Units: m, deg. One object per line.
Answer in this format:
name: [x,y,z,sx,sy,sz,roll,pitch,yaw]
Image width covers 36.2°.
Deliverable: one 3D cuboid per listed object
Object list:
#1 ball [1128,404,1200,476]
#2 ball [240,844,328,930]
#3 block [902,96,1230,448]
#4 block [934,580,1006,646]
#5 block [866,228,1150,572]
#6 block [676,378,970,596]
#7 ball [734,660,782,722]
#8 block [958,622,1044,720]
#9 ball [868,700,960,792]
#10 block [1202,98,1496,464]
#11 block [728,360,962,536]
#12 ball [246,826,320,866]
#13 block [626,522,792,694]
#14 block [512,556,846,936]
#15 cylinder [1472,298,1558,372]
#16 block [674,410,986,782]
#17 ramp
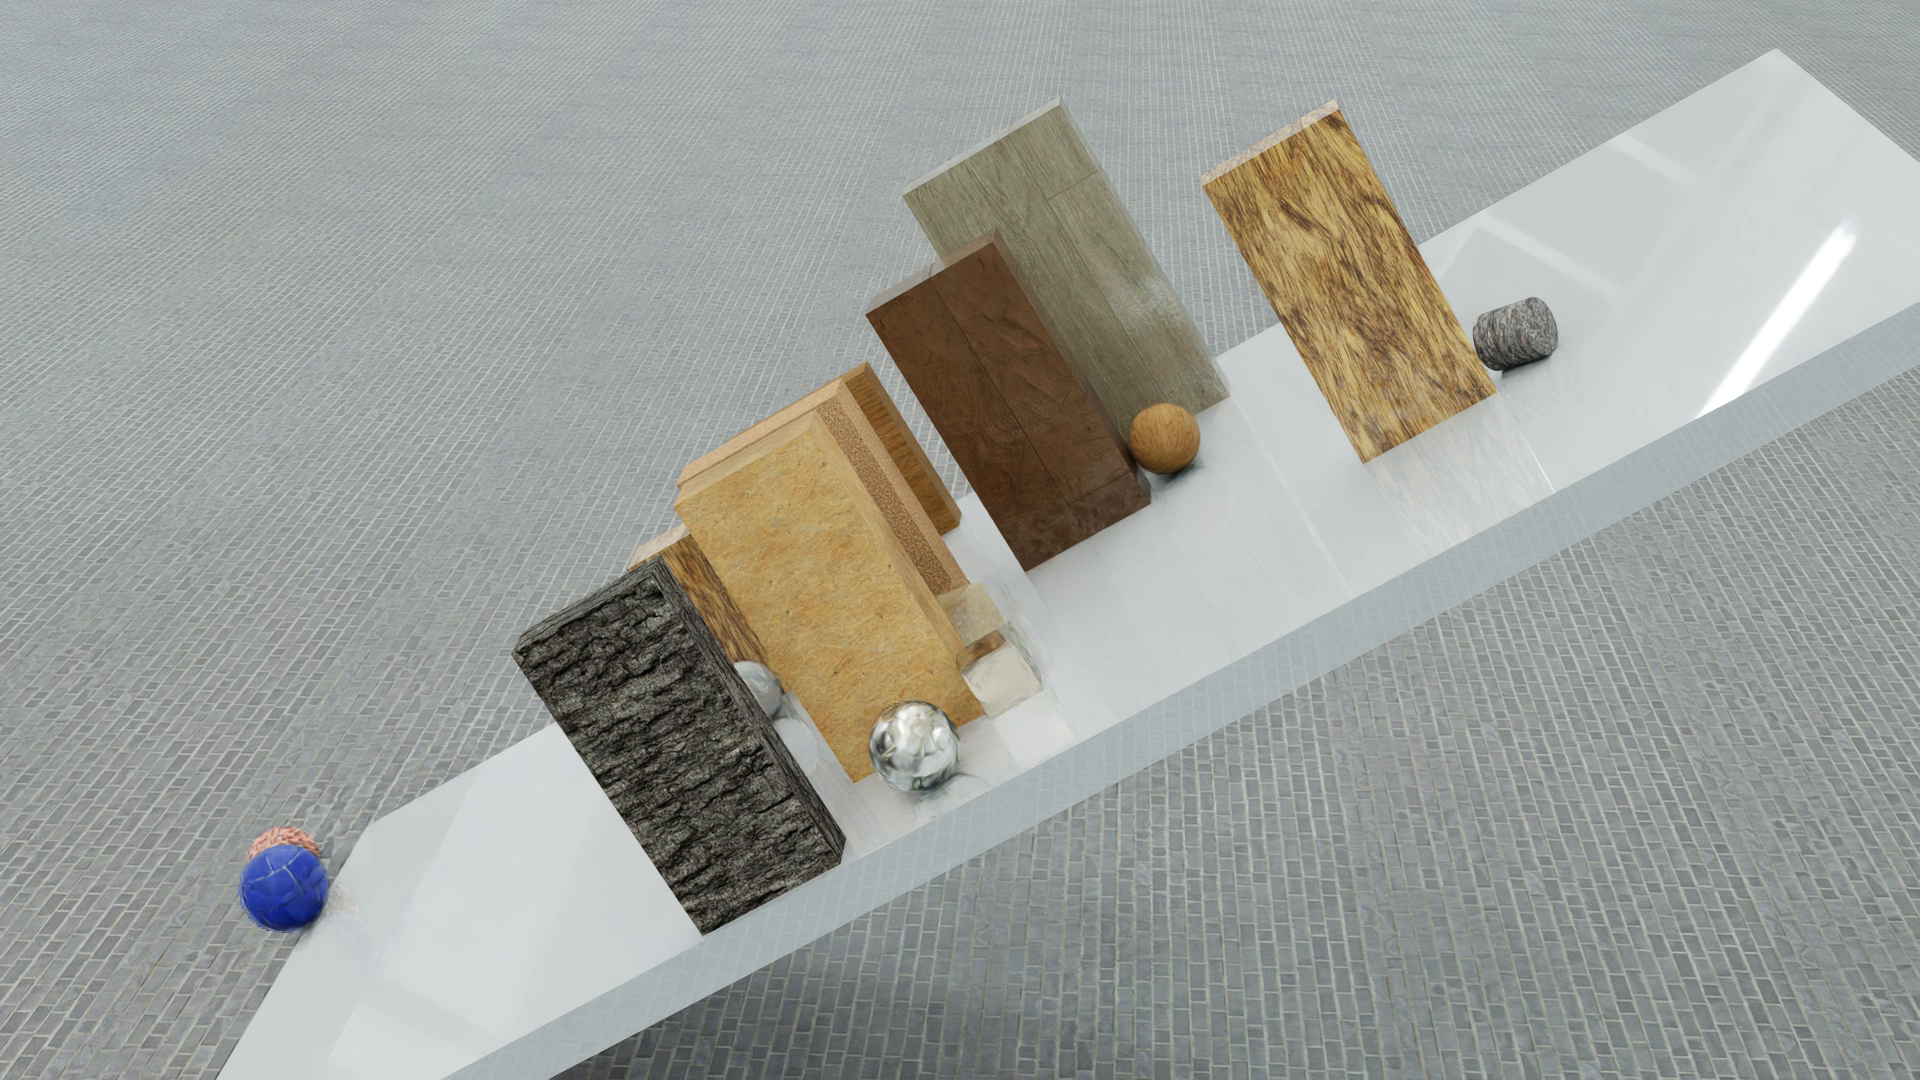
ball: [0.446,-0.219,6.422,0.156,0.156,0.156,0,19,0]
ball: [-1.630,0.838,7.102,0.208,0.208,0.208,0,19,0]
block: [0.248,-0.572,6.742,0.411,0.778,0.114,-29,15,12]
block: [-0.012,0.209,5.950,0.159,0.159,0.159,-21,18,35]
block: [0.109,-0.301,6.356,0.316,0.668,0.140,-29,15,12]
block: [-0.258,0.027,6.146,0.386,0.612,0.129,-29,15,12]
ball: [-0.468,0.342,6.456,0.155,0.155,0.155,0,19,0]
block: [0.078,0.253,5.701,0.119,0.119,0.119,-30,15,7]
ball: [-0.086,0.385,5.505,0.169,0.169,0.169,0,19,0]
block: [0.759,-0.500,5.732,0.296,0.643,0.110,-29,15,12]
block: [-0.281,-0.138,7.076,0.395,0.441,0.102,-29,15,12]
ball: [-1.701,0.811,7.403,0.182,0.182,0.182,0,19,0]
block: [-0.473,0.133,6.610,0.358,0.426,0.143,-29,15,12]
block: [-0.514,0.383,5.428,0.304,0.649,0.116,-29,15,12]
cylinder: [1.092,-0.404,5.783,0.118,0.118,0.118,-18,2,43]
block: [-0.244,0.113,5.738,0.305,0.661,0.143,-29,15,12]
ramp: [0.142,0.168,6.286,4.000,0.100,2.000,-29,15,12]
